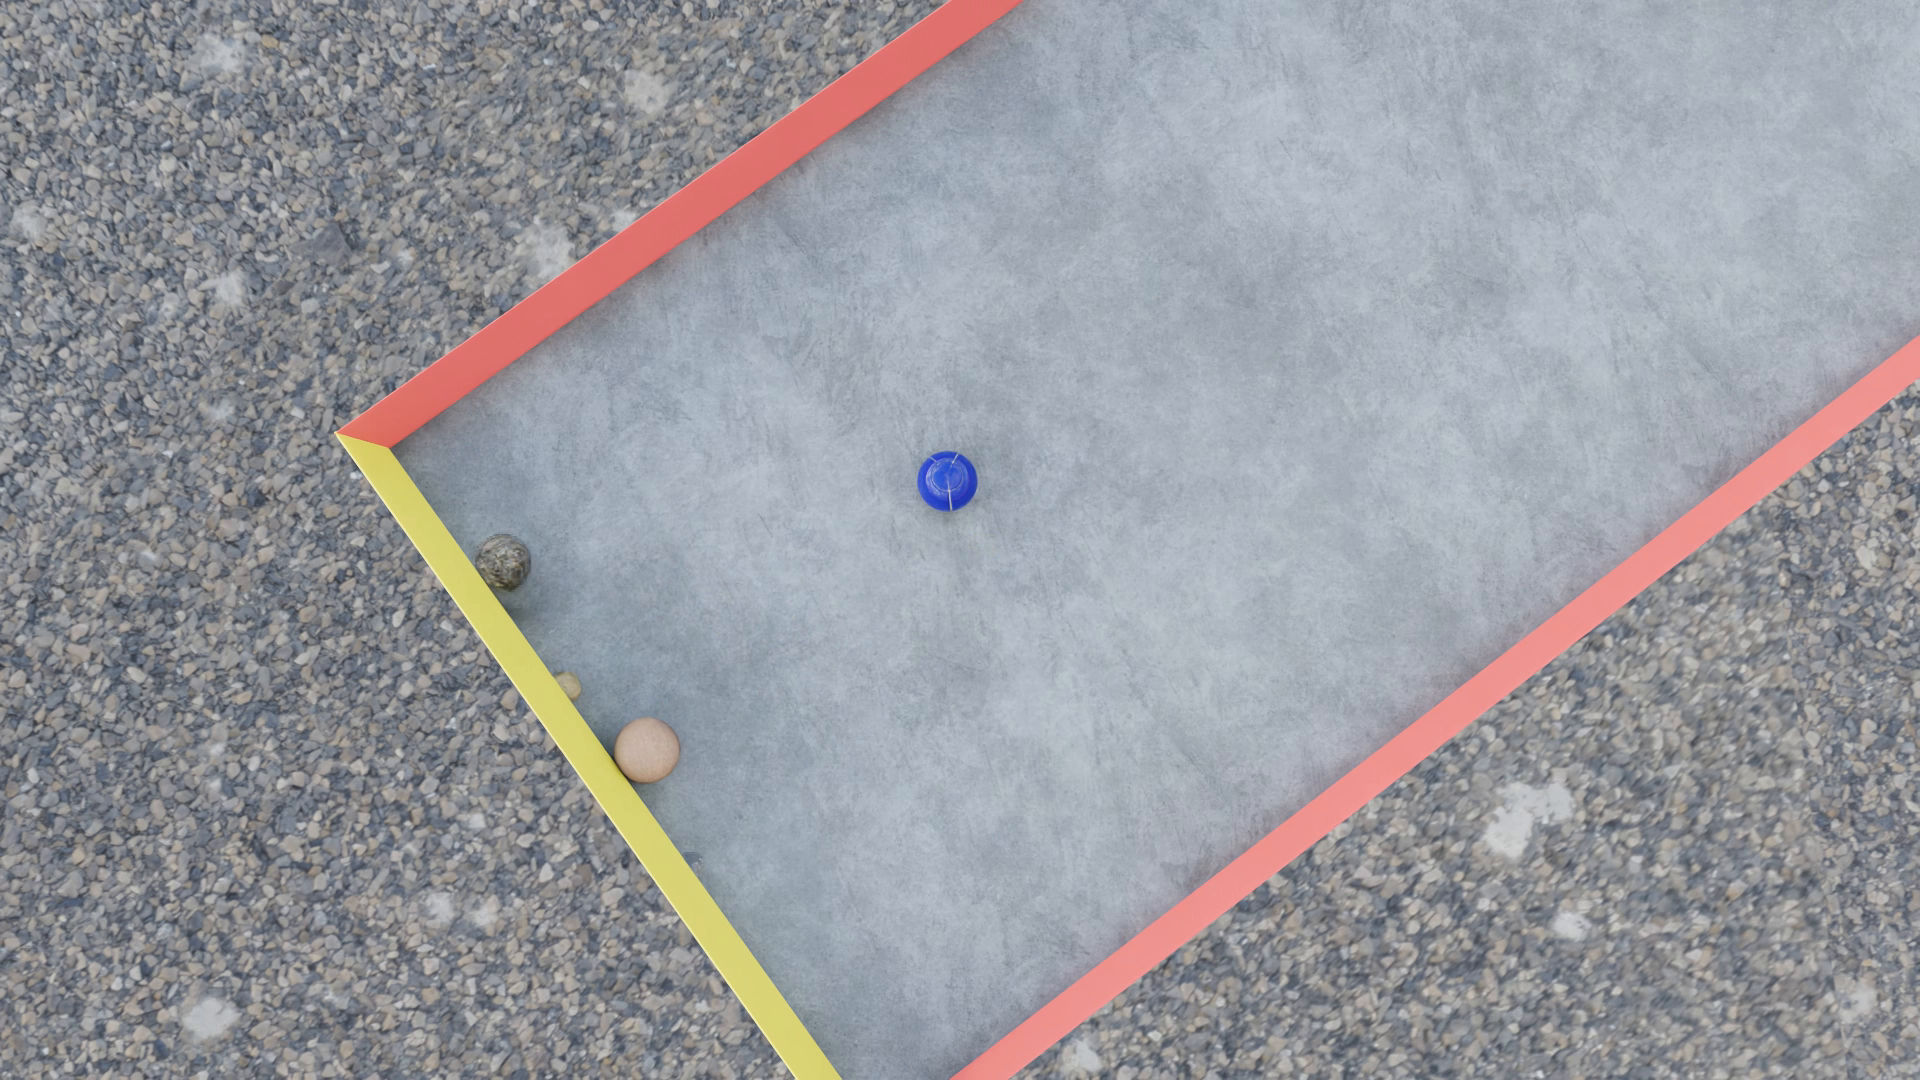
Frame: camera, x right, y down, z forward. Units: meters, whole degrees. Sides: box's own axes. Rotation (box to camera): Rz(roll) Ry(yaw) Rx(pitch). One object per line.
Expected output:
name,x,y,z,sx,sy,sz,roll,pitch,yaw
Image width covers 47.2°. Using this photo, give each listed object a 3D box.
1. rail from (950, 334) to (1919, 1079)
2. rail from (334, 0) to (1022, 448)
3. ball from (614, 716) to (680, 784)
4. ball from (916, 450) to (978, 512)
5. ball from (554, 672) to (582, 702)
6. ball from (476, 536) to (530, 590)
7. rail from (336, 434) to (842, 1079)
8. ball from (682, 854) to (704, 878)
rail,0.903,0.117,3.235,2.594,0.126,0.045,-36,82,-6
rail,0.136,-0.892,3.415,2.594,0.126,0.045,-36,82,-6
ball,-0.458,0.307,3.216,0.097,0.097,0.097,0,80,0
ball,-0.019,-0.088,3.290,0.092,0.092,0.092,0,80,0
ball,-0.584,0.218,3.258,0.048,0.048,0.048,0,80,0
ball,-0.680,0.035,3.273,0.081,0.081,0.081,0,80,0
rail,-0.500,0.363,3.191,0.045,0.126,1.327,-36,82,-6
ball,-0.396,0.478,3.215,0.041,0.041,0.041,0,80,0
